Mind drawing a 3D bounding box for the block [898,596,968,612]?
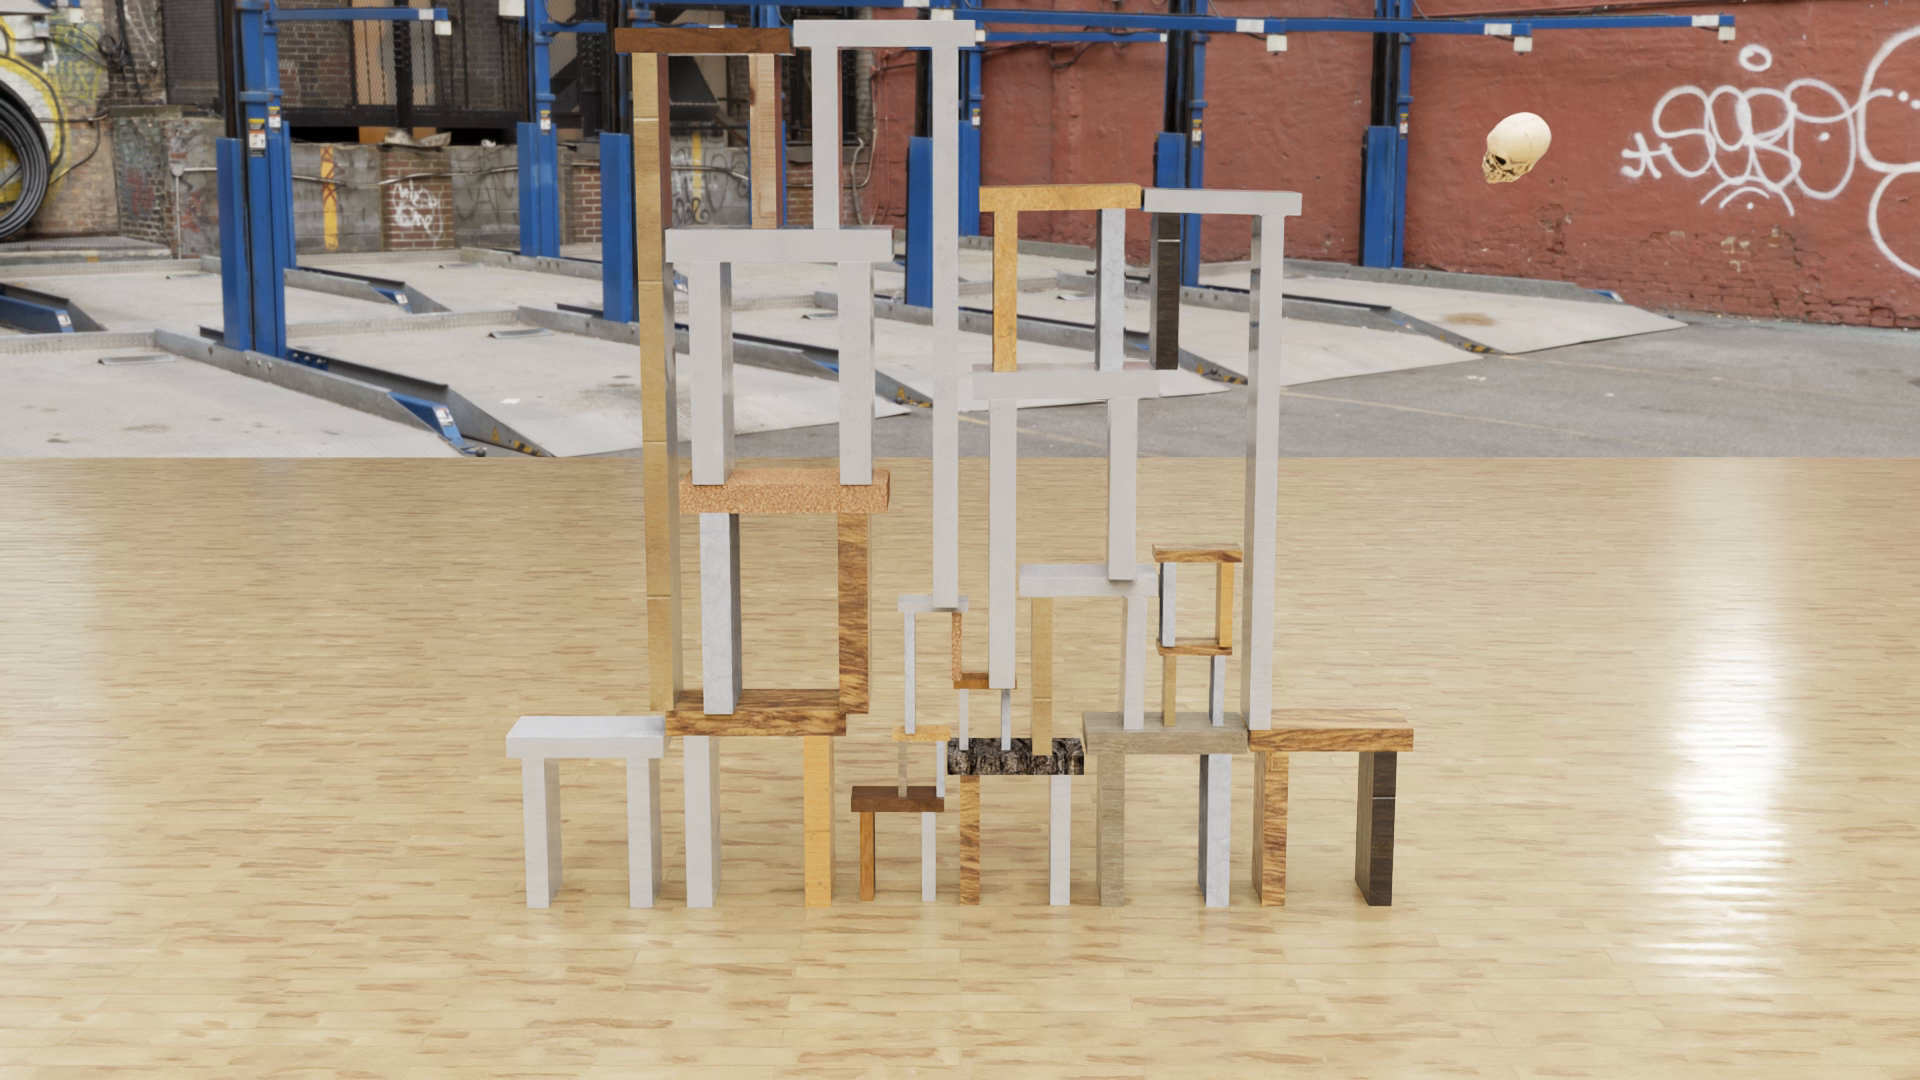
[{"bbox_3d":[-0.043,0.104,3.580,0.114,0.016,0.057,0,11,0],"label":"block"}]

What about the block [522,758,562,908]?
[{"bbox_3d":[-0.691,0.466,3.642,0.036,0.254,0.127,0,11,0],"label":"block"}]

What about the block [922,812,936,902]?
[{"bbox_3d":[-0.051,0.514,3.657,0.022,0.153,0.076,0,10,0],"label":"block"}]

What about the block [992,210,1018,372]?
[{"bbox_3d":[0.070,-0.397,3.481,0.035,0.249,0.125,0,11,0],"label":"block"}]

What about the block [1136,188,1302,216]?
[{"bbox_3d":[0.405,-0.532,3.456,0.243,0.034,0.122,1,11,-1],"label":"block"}]

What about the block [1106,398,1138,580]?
[{"bbox_3d":[0.260,-0.093,3.538,0.041,0.291,0.145,1,11,2],"label":"block"}]

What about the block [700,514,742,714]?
[{"bbox_3d":[-0.388,0.104,3.576,0.046,0.327,0.163,0,11,0],"label":"block"}]

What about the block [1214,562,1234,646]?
[{"bbox_3d":[0.430,0.098,3.574,0.020,0.139,0.069,0,11,0],"label":"block"}]

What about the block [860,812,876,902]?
[{"bbox_3d":[-0.153,0.514,3.657,0.022,0.153,0.077,0,11,0],"label":"block"}]

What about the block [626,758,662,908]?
[{"bbox_3d":[-0.522,0.466,3.642,0.036,0.254,0.127,0,11,0],"label":"block"}]

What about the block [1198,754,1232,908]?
[{"bbox_3d":[0.422,0.462,3.645,0.037,0.259,0.130,0,11,0],"label":"block"}]

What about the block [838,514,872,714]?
[{"bbox_3d":[-0.170,0.104,3.576,0.046,0.327,0.163,0,11,0],"label":"block"}]

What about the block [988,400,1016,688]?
[{"bbox_3d":[0.068,-0.004,3.554,0.041,0.466,0.145,0,11,0],"label":"block"}]

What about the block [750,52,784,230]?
[{"bbox_3d":[-0.303,-0.624,3.444,0.038,0.266,0.133,0,10,0],"label":"block"}]

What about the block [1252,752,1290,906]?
[{"bbox_3d":[0.514,0.460,3.650,0.037,0.263,0.131,0,11,0],"label":"block"}]

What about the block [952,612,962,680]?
[{"bbox_3d":[-0.005,0.168,3.592,0.016,0.114,0.057,0,10,0],"label":"block"}]

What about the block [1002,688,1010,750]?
[{"bbox_3d":[0.075,0.289,3.617,0.015,0.104,0.052,0,11,0],"label":"block"}]

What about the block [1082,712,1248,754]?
[{"bbox_3d":[0.334,0.317,3.618,0.259,0.037,0.130,0,11,0],"label":"block"}]

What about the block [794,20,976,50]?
[{"bbox_3d":[-0.115,-0.785,3.417,0.276,0.039,0.138,0,11,1],"label":"block"}]

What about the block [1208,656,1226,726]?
[{"bbox_3d":[0.421,0.240,3.606,0.017,0.119,0.059,0,11,0],"label":"block"}]

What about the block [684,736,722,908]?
[{"bbox_3d":[-0.426,0.446,3.647,0.041,0.291,0.145,0,11,0],"label":"block"}]

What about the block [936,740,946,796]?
[{"bbox_3d":[-0.032,0.371,3.632,0.013,0.094,0.047,0,11,0],"label":"block"}]

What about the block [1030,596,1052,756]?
[{"bbox_3d":[0.134,0.211,3.602,0.031,0.263,0.110,0,10,0],"label":"block"}]

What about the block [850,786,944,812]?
[{"bbox_3d":[-0.102,0.429,3.641,0.153,0.022,0.076,0,11,0],"label":"block"}]

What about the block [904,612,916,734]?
[{"bbox_3d":[-0.082,0.212,3.601,0.016,0.204,0.057,0,11,0],"label":"block"}]

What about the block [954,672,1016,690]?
[{"bbox_3d":[0.041,0.231,3.606,0.104,0.015,0.052,0,11,0],"label":"block"}]

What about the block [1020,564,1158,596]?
[{"bbox_3d":[0.207,0.065,3.575,0.221,0.031,0.110,0,10,2],"label":"block"}]

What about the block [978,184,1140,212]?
[{"bbox_3d":[0.154,-0.539,3.456,0.249,0.035,0.125,-1,11,0],"label":"block"}]

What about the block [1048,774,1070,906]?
[{"bbox_3d":[0.164,0.481,3.648,0.031,0.222,0.111,0,11,0],"label":"block"}]

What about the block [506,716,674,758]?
[{"bbox_3d":[-0.607,0.324,3.615,0.254,0.036,0.127,0,11,0],"label":"block"}]

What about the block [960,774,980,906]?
[{"bbox_3d":[0.016,0.481,3.648,0.031,0.222,0.111,0,11,0],"label":"block"}]

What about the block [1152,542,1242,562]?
[{"bbox_3d":[0.383,0.020,3.560,0.139,0.020,0.069,0,11,0],"label":"block"}]

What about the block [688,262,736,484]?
[{"bbox_3d":[-0.395,-0.273,3.506,0.049,0.347,0.174,0,11,0],"label":"block"}]

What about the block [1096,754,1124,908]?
[{"bbox_3d":[0.249,0.462,3.645,0.037,0.259,0.130,0,11,0],"label":"block"}]

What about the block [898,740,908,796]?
[{"bbox_3d":[-0.095,0.371,3.632,0.013,0.094,0.047,0,11,0],"label":"block"}]

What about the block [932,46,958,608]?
[{"bbox_3d":[-0.023,-0.335,3.501,0.039,0.875,0.138,0,11,0],"label":"block"}]

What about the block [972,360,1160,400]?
[{"bbox_3d":[0.165,-0.255,3.505,0.291,0.041,0.145,-1,11,0],"label":"block"}]

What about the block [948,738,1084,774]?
[{"bbox_3d":[0.090,0.356,3.624,0.222,0.031,0.111,0,11,0],"label":"block"}]

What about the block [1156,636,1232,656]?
[{"bbox_3d":[0.382,0.173,3.593,0.119,0.017,0.059,0,11,0],"label":"block"}]

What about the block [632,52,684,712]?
[{"bbox_3d":[-0.481,-0.246,3.515,0.038,1.036,0.133,0,10,0],"label":"block"}]

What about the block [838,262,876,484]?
[{"bbox_3d":[-0.164,-0.273,3.506,0.049,0.347,0.174,0,11,0],"label":"block"}]

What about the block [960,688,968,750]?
[{"bbox_3d":[0.006,0.289,3.617,0.015,0.103,0.052,0,11,0],"label":"block"}]

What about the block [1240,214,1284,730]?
[{"bbox_3d":[0.485,-0.109,3.536,0.034,0.823,0.122,0,11,0],"label":"block"}]

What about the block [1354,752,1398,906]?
[{"bbox_3d":[0.690,0.460,3.650,0.037,0.263,0.131,0,11,0],"label":"block"}]

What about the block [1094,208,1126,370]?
[{"bbox_3d":[0.237,-0.400,3.482,0.035,0.249,0.125,0,10,-1],"label":"block"}]

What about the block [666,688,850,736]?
[{"bbox_3d":[-0.329,0.283,3.617,0.291,0.041,0.145,0,11,0],"label":"block"}]

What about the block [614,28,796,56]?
[{"bbox_3d":[-0.393,-0.774,3.417,0.266,0.038,0.133,0,10,0],"label":"block"}]

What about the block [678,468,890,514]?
[{"bbox_3d":[-0.279,-0.080,3.542,0.327,0.046,0.163,0,11,0],"label":"block"}]

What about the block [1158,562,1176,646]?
[{"bbox_3d":[0.337,0.098,3.574,0.020,0.139,0.069,0,11,0],"label":"block"}]

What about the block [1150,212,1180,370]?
[{"bbox_3d":[0.324,-0.397,3.480,0.034,0.243,0.122,0,11,0],"label":"block"}]

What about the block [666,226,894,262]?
[{"bbox_3d":[-0.279,-0.468,3.470,0.347,0.049,0.174,0,11,0],"label":"block"}]

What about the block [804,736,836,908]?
[{"bbox_3d":[-0.232,0.446,3.647,0.041,0.291,0.145,0,11,0],"label":"block"}]

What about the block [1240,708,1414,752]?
[{"bbox_3d":[0.602,0.312,3.623,0.263,0.037,0.131,0,11,0],"label":"block"}]

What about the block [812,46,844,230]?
[{"bbox_3d":[-0.207,-0.630,3.449,0.039,0.276,0.138,0,11,0],"label":"block"}]

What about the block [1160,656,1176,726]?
[{"bbox_3d":[0.342,0.240,3.605,0.017,0.119,0.059,0,11,-1],"label":"block"}]

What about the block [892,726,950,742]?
[{"bbox_3d":[-0.063,0.318,3.622,0.094,0.013,0.047,0,11,0],"label":"block"}]

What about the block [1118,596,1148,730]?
[{"bbox_3d":[0.282,0.189,3.596,0.031,0.220,0.110,1,10,-1],"label":"block"}]
